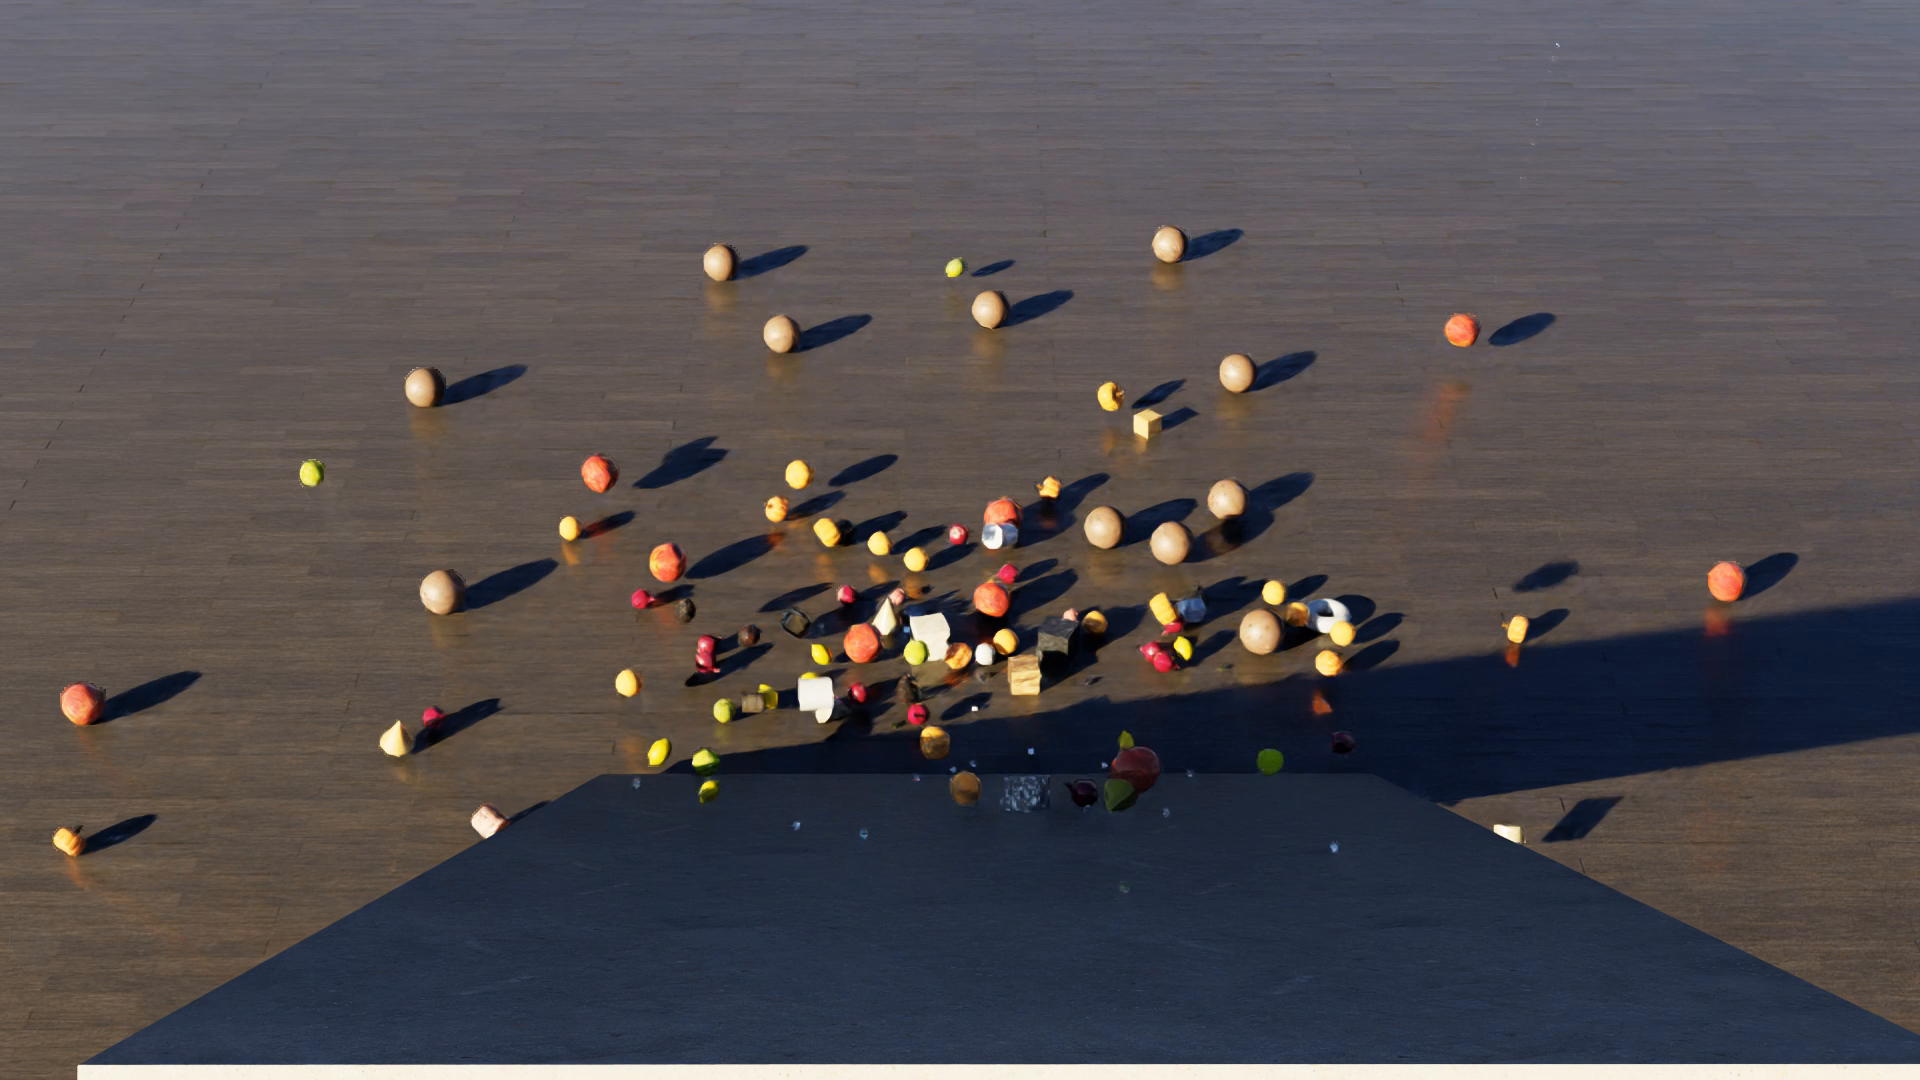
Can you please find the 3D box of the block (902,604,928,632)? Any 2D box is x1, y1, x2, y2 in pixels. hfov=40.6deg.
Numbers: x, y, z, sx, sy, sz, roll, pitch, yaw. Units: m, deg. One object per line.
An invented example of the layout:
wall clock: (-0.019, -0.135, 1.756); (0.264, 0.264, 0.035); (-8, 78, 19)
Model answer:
block: (-0.130, 0.226, 7.431); (0.058, 0.058, 0.058); (7, 33, 13)

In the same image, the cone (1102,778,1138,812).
cone: (0.335, 0.573, 5.651); (0.080, 0.080, 0.080); (13, 31, 19)

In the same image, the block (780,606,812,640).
block: (-0.467, 0.234, 7.366); (0.061, 0.061, 0.061); (35, 9, -24)

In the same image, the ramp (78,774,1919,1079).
ramp: (0.071, 0.629, 4.724); (2.000, 0.100, 4.000); (0, -1, 0)

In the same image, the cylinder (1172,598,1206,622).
cylinder: (0.658, 0.201, 7.441); (0.067, 0.067, 0.067); (4, 26, -32)

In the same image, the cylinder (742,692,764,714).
cylinder: (-0.562, 0.441, 7.027); (0.057, 0.057, 0.057); (2, 32, -9)

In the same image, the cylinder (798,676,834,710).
cylinder: (-0.311, 0.331, 5.580); (0.069, 0.069, 0.069); (-4, 32, -7)

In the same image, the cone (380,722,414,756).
cone: (-1.495, 0.511, 6.901); (0.091, 0.091, 0.091); (9, 44, -9)

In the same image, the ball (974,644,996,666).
ball: (0.071, 0.321, 7.278); (0.062, 0.062, 0.062); (0, 32, 0)

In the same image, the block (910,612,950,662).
block: (-0.083, 0.276, 7.321); (0.093, 0.093, 0.093); (-8, 33, -13)

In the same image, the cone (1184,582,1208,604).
cone: (0.701, 0.168, 7.537); (0.067, 0.067, 0.067); (39, 32, -12)

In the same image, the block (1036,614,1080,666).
block: (0.277, 0.283, 7.309); (0.093, 0.093, 0.093); (12, 34, 18)

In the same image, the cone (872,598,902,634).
cone: (-0.206, 0.205, 7.430); (0.096, 0.096, 0.096); (0, 32, 0)

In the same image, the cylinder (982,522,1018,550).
cylinder: (0.120, -0.012, 7.749); (0.079, 0.079, 0.079); (26, 18, 35)

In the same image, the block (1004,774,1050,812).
block: (0.148, 0.554, 5.680); (0.076, 0.076, 0.076); (0, -1, 27)

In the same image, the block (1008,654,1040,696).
block: (0.177, 0.373, 7.180); (0.078, 0.078, 0.078); (-3, 32, -5)

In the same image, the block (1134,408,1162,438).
block: (0.608, -0.377, 8.387); (0.062, 0.062, 0.062); (-24, 39, -33)

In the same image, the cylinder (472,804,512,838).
cylinder: (-1.194, 0.724, 6.605); (0.072, 0.072, 0.072); (35, 44, 21)

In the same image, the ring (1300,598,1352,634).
ring: (1.053, 0.218, 7.455); (0.144, 0.048, 0.144); (-1, 32, 1)

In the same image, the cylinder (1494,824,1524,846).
cylinder: (1.368, 0.746, 6.453); (0.074, 0.074, 0.074); (0, -2, 0)
